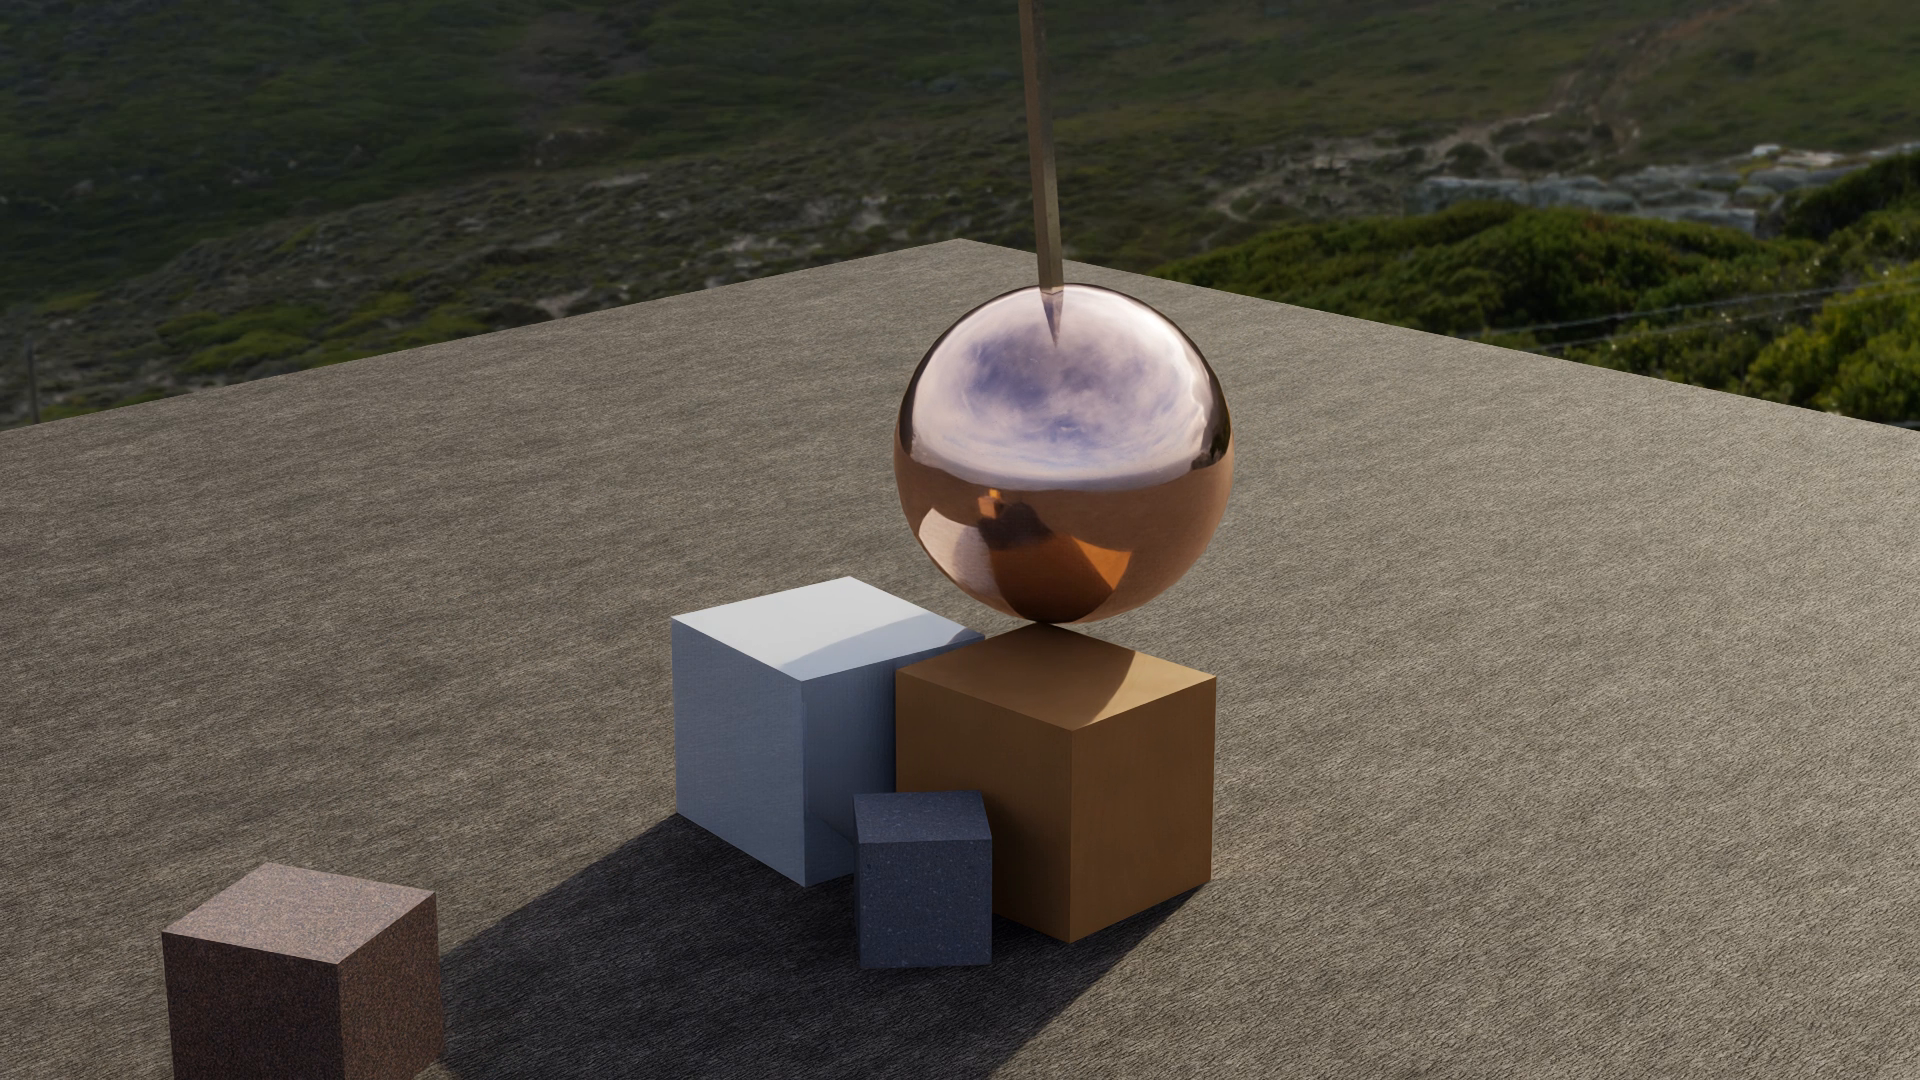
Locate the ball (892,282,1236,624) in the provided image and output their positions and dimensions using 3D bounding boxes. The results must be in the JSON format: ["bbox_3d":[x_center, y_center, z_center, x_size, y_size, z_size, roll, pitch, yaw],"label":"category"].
[{"bbox_3d":[0.486,-0.404,13.724,1.600,1.600,1.600,0,17,0],"label":"ball"}]

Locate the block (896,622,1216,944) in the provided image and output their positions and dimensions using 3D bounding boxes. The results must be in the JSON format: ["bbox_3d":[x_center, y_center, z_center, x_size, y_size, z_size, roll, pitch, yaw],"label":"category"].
[{"bbox_3d":[0.428,1.069,13.292,1.080,0.990,0.951,17,24,42],"label":"block"}]

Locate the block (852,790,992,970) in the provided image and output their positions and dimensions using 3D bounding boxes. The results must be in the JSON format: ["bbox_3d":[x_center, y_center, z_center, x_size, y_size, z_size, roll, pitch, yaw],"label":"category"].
[{"bbox_3d":[-0.167,1.466,12.710,0.562,0.582,0.546,-1,18,-5],"label":"block"}]

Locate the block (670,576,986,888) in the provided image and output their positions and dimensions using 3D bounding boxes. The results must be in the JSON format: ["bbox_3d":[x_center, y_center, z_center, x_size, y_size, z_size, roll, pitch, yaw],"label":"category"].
[{"bbox_3d":[-0.625,0.879,13.888,1.029,0.996,1.102,-13,21,-35],"label":"block"}]

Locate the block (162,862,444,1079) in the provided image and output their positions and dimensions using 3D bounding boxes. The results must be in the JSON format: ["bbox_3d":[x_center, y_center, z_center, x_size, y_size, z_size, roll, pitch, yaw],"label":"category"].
[{"bbox_3d":[-2.566,1.779,11.514,0.786,0.702,0.703,7,19,20],"label":"block"}]

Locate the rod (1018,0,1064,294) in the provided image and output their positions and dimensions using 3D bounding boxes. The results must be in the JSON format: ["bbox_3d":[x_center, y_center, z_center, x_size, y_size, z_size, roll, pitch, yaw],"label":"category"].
[{"bbox_3d":[0.210,-3.544,12.448,0.080,5.200,0.080,17,31,42],"label":"rod"}]
